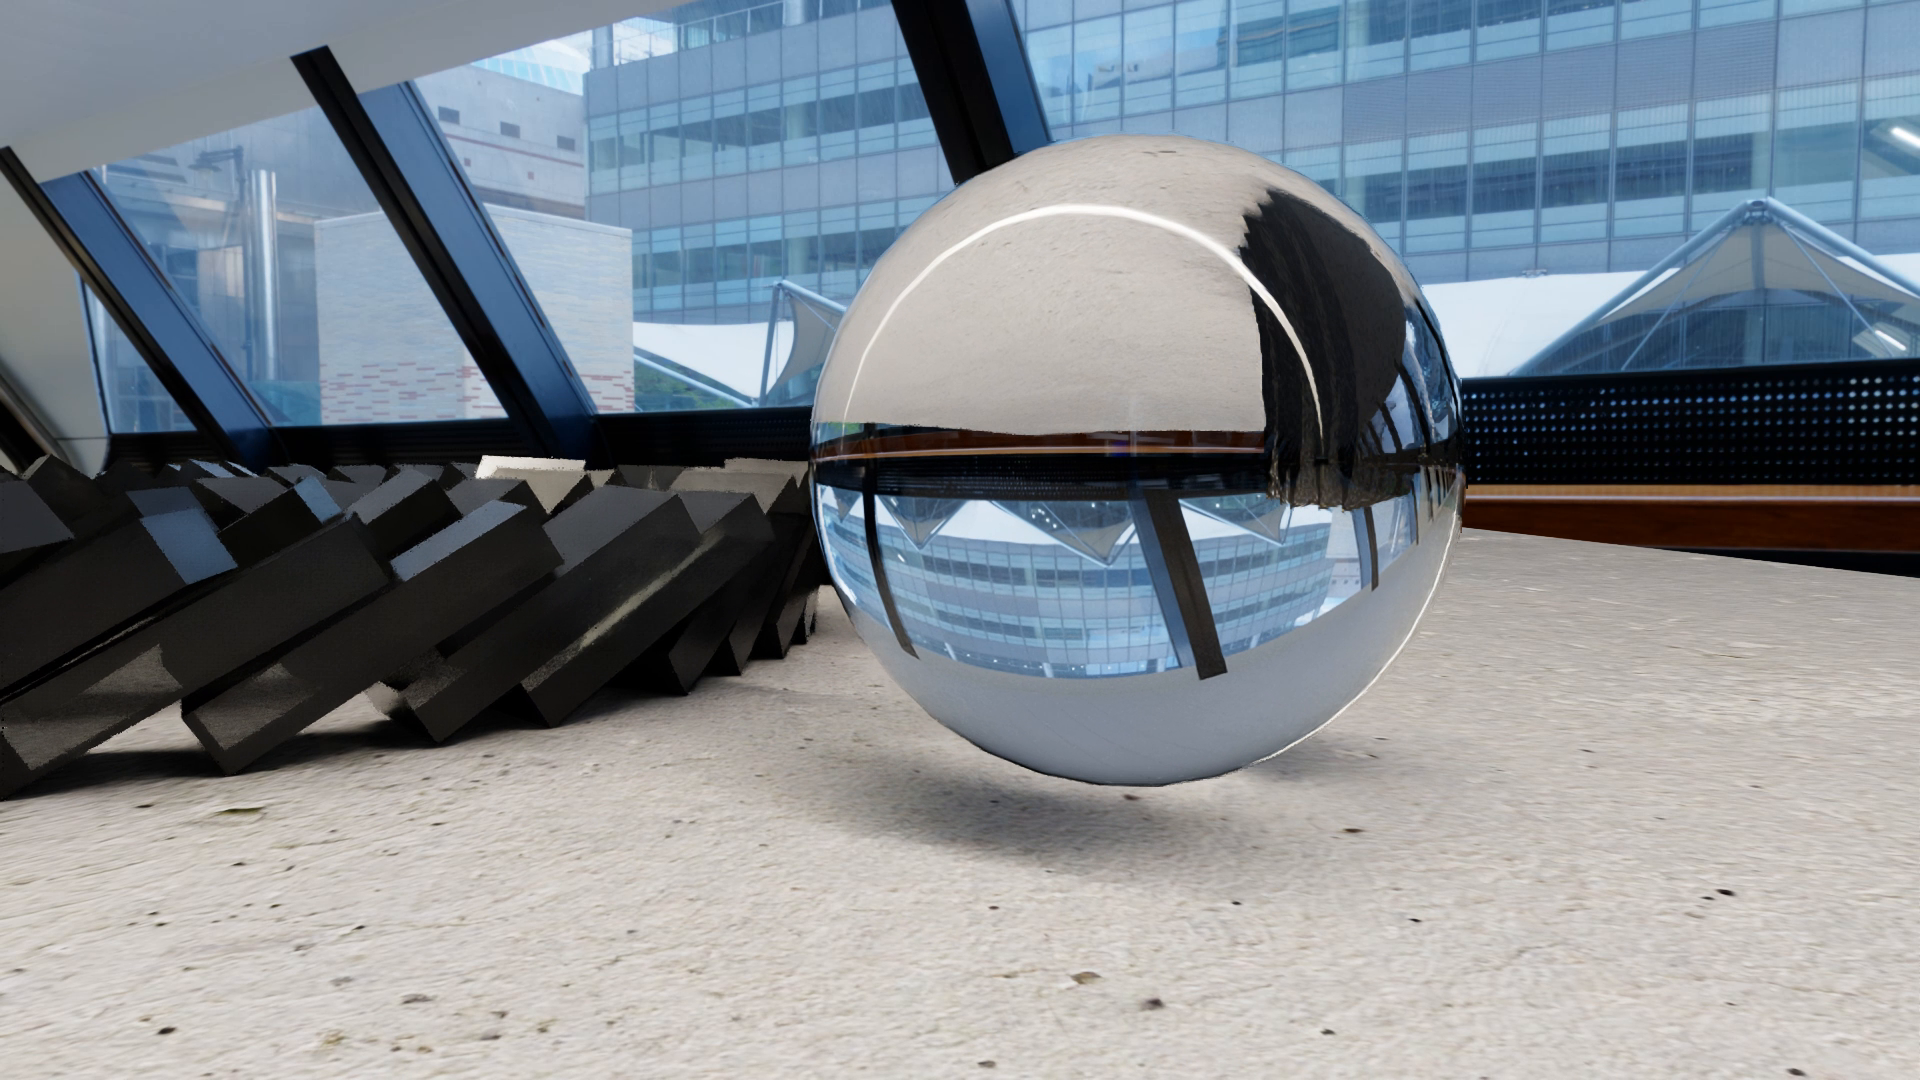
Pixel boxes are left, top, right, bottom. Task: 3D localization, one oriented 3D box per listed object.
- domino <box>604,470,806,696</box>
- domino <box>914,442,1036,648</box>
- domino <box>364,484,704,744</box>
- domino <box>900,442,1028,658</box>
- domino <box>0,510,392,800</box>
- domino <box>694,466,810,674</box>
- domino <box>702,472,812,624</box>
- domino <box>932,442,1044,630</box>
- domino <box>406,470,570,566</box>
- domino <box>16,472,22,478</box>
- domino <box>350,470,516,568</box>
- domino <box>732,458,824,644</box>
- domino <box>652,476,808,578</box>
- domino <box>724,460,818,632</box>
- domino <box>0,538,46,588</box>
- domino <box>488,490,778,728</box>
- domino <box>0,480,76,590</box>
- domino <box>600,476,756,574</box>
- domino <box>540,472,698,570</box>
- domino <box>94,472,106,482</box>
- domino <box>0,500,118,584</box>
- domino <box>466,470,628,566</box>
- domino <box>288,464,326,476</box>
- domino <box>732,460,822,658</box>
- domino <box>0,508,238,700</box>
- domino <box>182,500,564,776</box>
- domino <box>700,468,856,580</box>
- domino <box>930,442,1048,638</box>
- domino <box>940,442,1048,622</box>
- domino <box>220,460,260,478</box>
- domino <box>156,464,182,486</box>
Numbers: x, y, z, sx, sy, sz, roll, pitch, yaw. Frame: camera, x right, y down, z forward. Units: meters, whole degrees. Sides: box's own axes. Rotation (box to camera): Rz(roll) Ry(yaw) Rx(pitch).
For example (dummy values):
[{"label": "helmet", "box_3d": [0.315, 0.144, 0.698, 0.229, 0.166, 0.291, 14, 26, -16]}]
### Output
[{"label": "domino", "box_3d": [-0.051, 0.006, 0.236, 0.025, 0.009, 0.050, 3, 41, 22]}, {"label": "domino", "box_3d": [0.004, 0.000, 0.280, 0.025, 0.050, 0.009, 0, -39, 3]}, {"label": "domino", "box_3d": [-0.067, 0.009, 0.200, 0.025, 0.009, 0.050, 8, 40, 47]}, {"label": "domino", "box_3d": [0.002, 0.001, 0.267, 0.025, 0.050, 0.010, 0, -39, 3]}, {"label": "domino", "box_3d": [-0.102, 0.013, 0.170, 0.050, 0.010, 0.025, -33, 16, -18]}, {"label": "domino", "box_3d": [-0.048, 0.005, 0.255, 0.025, 0.010, 0.050, 2, 41, 13]}, {"label": "domino", "box_3d": [-0.052, 0.001, 0.323, 0.025, 0.010, 0.050, -1, 37, -12]}, {"label": "domino", "box_3d": [0.007, -0.002, 0.306, 0.025, 0.050, 0.009, 0, -39, 3]}, {"label": "domino", "box_3d": [-0.164, -0.008, 0.448, 0.050, 0.009, 0.025, 30, 3, -1]}, {"label": "domino", "box_3d": [-0.271, -0.004, 0.403, 0.050, 0.009, 0.025, 35, -18, -35]}, {"label": "domino", "box_3d": [-0.183, -0.008, 0.447, 0.050, 0.010, 0.025, 30, 3, -3]}, {"label": "domino", "box_3d": [-0.043, 0.001, 0.290, 0.025, 0.010, 0.050, 4, 41, 2]}, {"label": "domino", "box_3d": [-0.077, -0.005, 0.430, 0.050, 0.009, 0.025, 34, 22, 30]}, {"label": "domino", "box_3d": [-0.046, 0.000, 0.305, 0.025, 0.009, 0.050, 1, 42, -3]}, {"label": "domino", "box_3d": [-0.295, -0.003, 0.368, 0.025, 0.010, 0.050, 3, -29, 36]}, {"label": "domino", "box_3d": [-0.057, 0.010, 0.213, 0.025, 0.010, 0.050, 4, 37, 44]}, {"label": "domino", "box_3d": [-0.137, 0.012, 0.154, 0.050, 0.010, 0.025, -37, 11, -5]}, {"label": "domino", "box_3d": [-0.097, -0.006, 0.441, 0.050, 0.010, 0.025, 33, 20, 26]}, {"label": "domino", "box_3d": [-0.119, -0.007, 0.449, 0.050, 0.009, 0.025, 32, 16, 20]}, {"label": "domino", "box_3d": [-0.255, -0.006, 0.418, 0.050, 0.009, 0.025, 32, -10, -24]}, {"label": "domino", "box_3d": [-0.284, -0.004, 0.385, 0.025, 0.010, 0.050, 4, -27, 43]}, {"label": "domino", "box_3d": [-0.144, -0.008, 0.450, 0.050, 0.010, 0.025, 30, 6, 6]}, {"label": "domino", "box_3d": [-0.206, -0.009, 0.441, 0.050, 0.009, 0.025, 32, -5, -11]}, {"label": "domino", "box_3d": [-0.043, 0.003, 0.272, 0.025, 0.009, 0.050, 5, 41, 10]}, {"label": "domino", "box_3d": [-0.120, 0.014, 0.161, 0.050, 0.009, 0.025, -33, 12, -12]}, {"label": "domino", "box_3d": [-0.084, 0.012, 0.183, 0.050, 0.009, 0.025, -36, 21, -24]}, {"label": "domino", "box_3d": [-0.060, -0.006, 0.419, 0.025, 0.009, 0.050, -5, 37, -48]}, {"label": "domino", "box_3d": [0.007, -0.001, 0.293, 0.025, 0.050, 0.010, 0, -39, 3]}, {"label": "domino", "box_3d": [0.009, -0.003, 0.319, 0.025, 0.050, 0.010, 0, -39, 3]}, {"label": "domino", "box_3d": [-0.226, -0.009, 0.435, 0.050, 0.009, 0.025, 33, -11, -16]}, {"label": "domino", "box_3d": [-0.240, -0.008, 0.427, 0.050, 0.010, 0.025, 34, -11, -21]}]
